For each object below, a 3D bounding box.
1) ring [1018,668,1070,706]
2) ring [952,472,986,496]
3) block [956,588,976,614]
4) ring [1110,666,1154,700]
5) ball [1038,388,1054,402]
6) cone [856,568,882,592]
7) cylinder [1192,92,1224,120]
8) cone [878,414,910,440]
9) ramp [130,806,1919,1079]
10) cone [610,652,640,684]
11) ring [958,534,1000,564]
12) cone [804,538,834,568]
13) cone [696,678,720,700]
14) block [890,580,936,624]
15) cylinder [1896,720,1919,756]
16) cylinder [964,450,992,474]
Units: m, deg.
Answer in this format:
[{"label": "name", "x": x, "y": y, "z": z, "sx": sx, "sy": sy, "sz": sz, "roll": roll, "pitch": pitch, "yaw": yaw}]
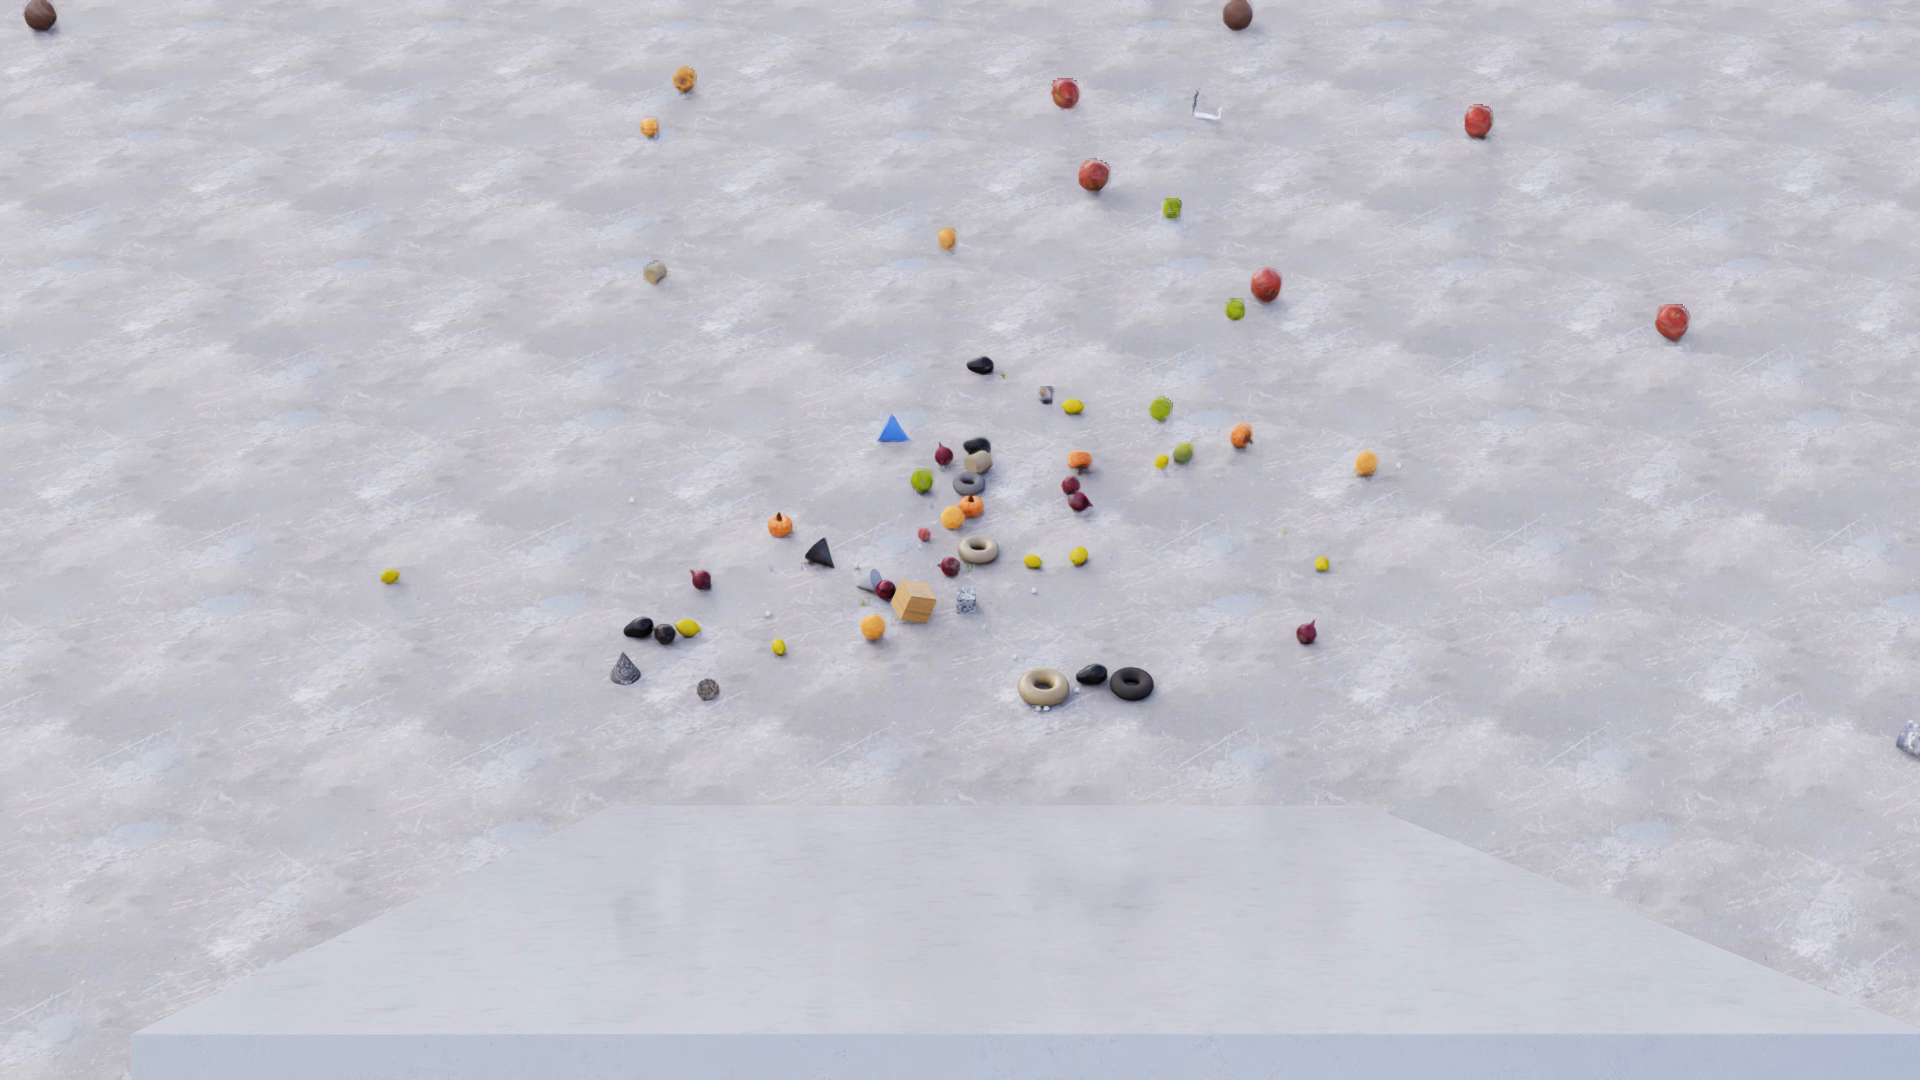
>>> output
[{"label": "ring", "x": 0.236, "y": 0.417, "z": 7.368, "sx": 0.148, "sy": 0.049, "sz": 0.148, "roll": 1, "pitch": 36, "yaw": -1}, {"label": "ring", "x": 0.028, "y": -0.178, "z": 8.197, "sx": 0.104, "sy": 0.035, "sz": 0.104, "roll": -1, "pitch": 37, "yaw": 0}, {"label": "block", "x": 0.019, "y": 0.180, "z": 7.688, "sx": 0.055, "sy": 0.055, "sz": 0.055, "roll": 2, "pitch": 36, "yaw": 3}, {"label": "ring", "x": 0.488, "y": 0.408, "z": 7.387, "sx": 0.125, "sy": 0.042, "sz": 0.125, "roll": 1, "pitch": 37, "yaw": -1}, {"label": "ball", "x": 0.283, "y": -0.479, "z": 8.595, "sx": 0.050, "sy": 0.050, "sz": 0.050, "roll": 0, "pitch": 36, "yaw": 0}, {"label": "cone", "x": -0.281, "y": 0.130, "z": 7.775, "sx": 0.074, "sy": 0.074, "sz": 0.074, "roll": -16, "pitch": 29, "yaw": 26}, {"label": "cylinder", "x": 0.977, "y": -1.710, "z": 10.237, "sx": 0.100, "sy": 0.100, "sz": 0.100, "roll": 10, "pitch": 37, "yaw": 12}, {"label": "cone", "x": -0.202, "y": -0.344, "z": 8.417, "sx": 0.096, "sy": 0.096, "sz": 0.096, "roll": 28, "pitch": 37, "yaw": -7}, {"label": "ramp", "x": 0.079, "y": 0.676, "z": 4.884, "sx": 2.000, "sy": 0.100, "sz": 4.000, "roll": 0, "pitch": -2, "yaw": 0}, {"label": "cone", "x": -0.959, "y": 0.352, "z": 7.424, "sx": 0.088, "sy": 0.088, "sz": 0.088, "roll": 0, "pitch": 36, "yaw": 0}, {"label": "ring", "x": 0.057, "y": 0.029, "z": 7.907, "sx": 0.126, "sy": 0.042, "sz": 0.126, "roll": 0, "pitch": 35, "yaw": 0}, {"label": "cone", "x": -0.409, "y": 0.056, "z": 7.871, "sx": 0.087, "sy": 0.087, "sz": 0.087, "roll": 45, "pitch": 51, "yaw": 11}, {"label": "cone", "x": -0.717, "y": 0.419, "z": 7.383, "sx": 0.064, "sy": 0.064, "sz": 0.064, "roll": -6, "pitch": 10, "yaw": -8}, {"label": "block", "x": -0.136, "y": 0.180, "z": 7.638, "sx": 0.087, "sy": 0.087, "sz": 0.087, "roll": 9, "pitch": 29, "yaw": -30}, {"label": "cylinder", "x": 2.637, "y": 0.549, "z": 7.161, "sx": 0.079, "sy": 0.079, "sz": 0.079, "roll": 29, "pitch": 45, "yaw": 34}, {"label": "cylinder", "x": 0.058, "y": -0.245, "z": 8.264, "sx": 0.063, "sy": 0.063, "sz": 0.063, "roll": -29, "pitch": 45, "yaw": -34}]
